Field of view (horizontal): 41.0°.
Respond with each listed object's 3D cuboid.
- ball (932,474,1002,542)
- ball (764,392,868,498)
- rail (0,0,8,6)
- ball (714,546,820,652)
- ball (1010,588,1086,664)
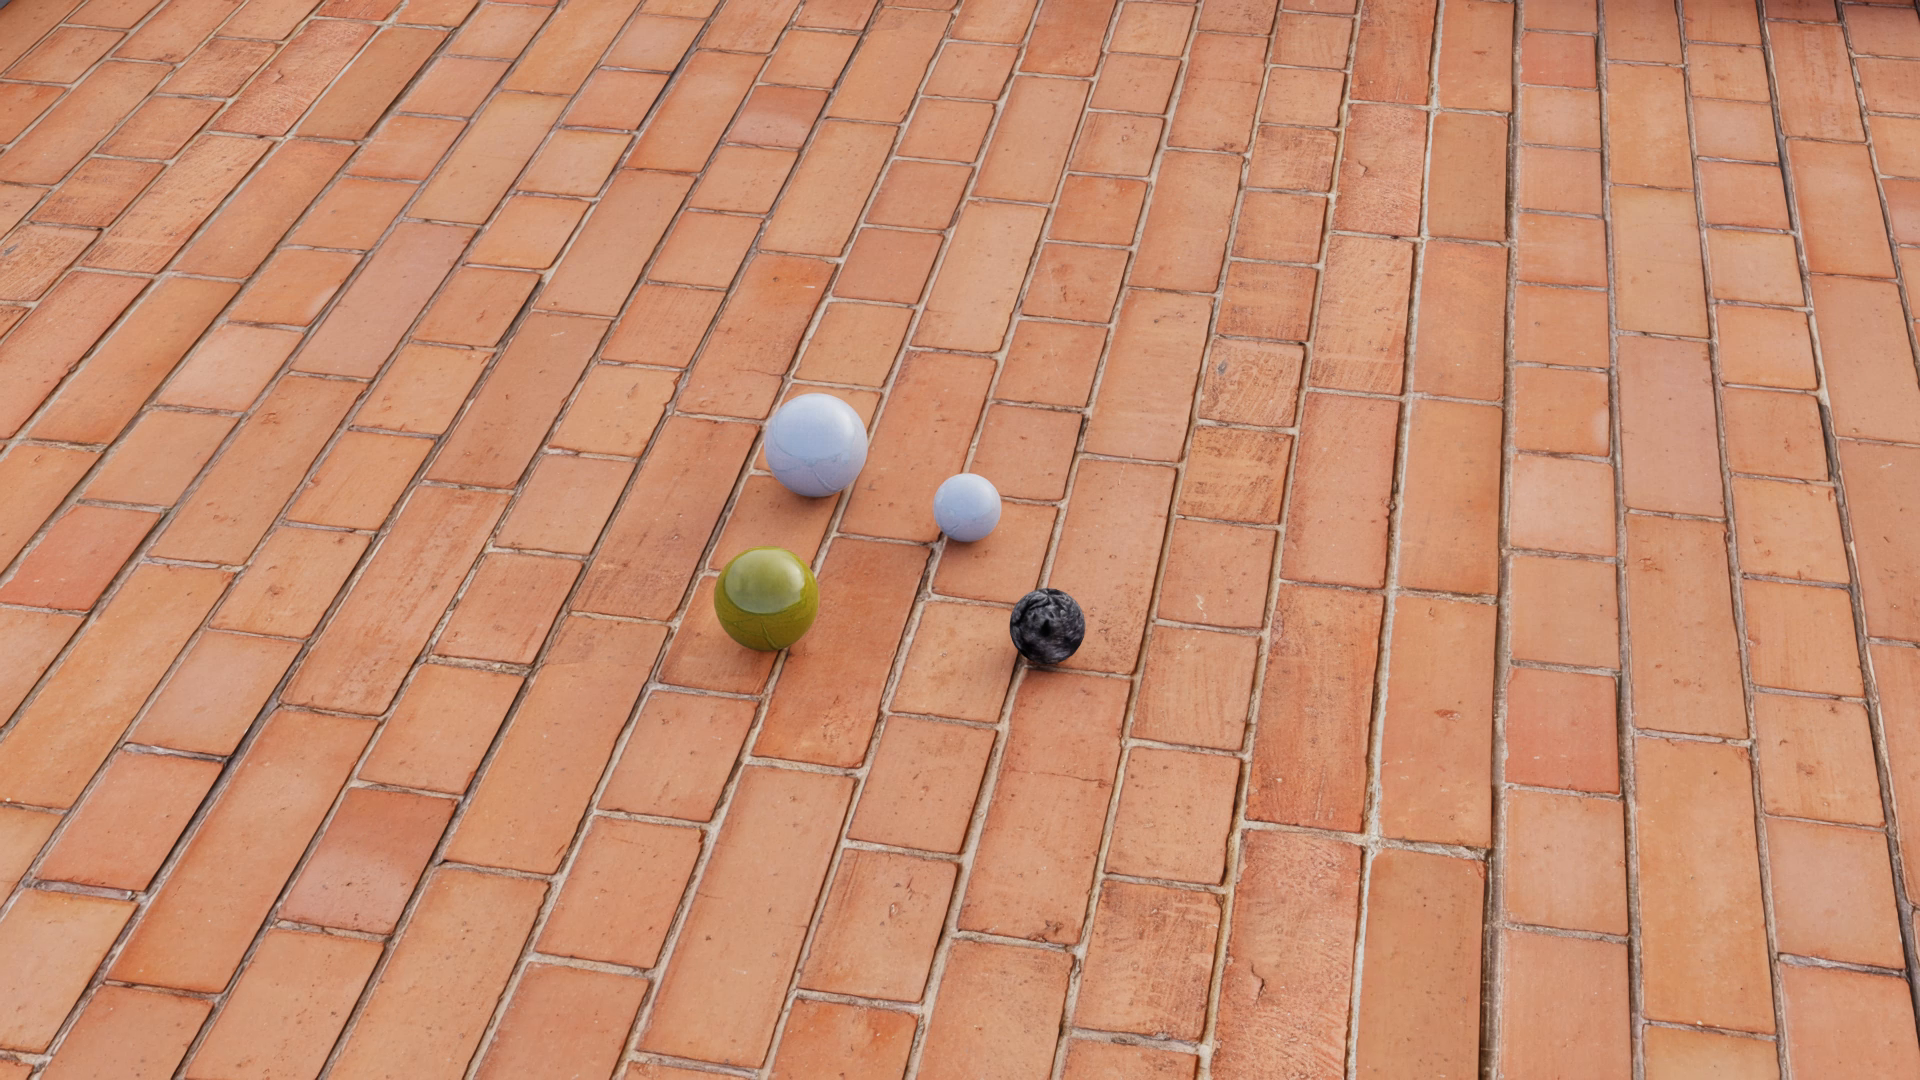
[{"bbox_3d":[0.005,-0.022,1.768,0.048,0.048,0.048,0,35,0],"label":"ball"},{"bbox_3d":[-0.101,-0.067,1.808,0.074,0.074,0.074,0,35,0],"label":"ball"},{"bbox_3d":[-1.054,-0.142,1.868,0.045,0.124,2.303,6,36,9],"label":"rail"},{"bbox_3d":[-0.125,0.038,1.665,0.069,0.069,0.069,0,35,0],"label":"ball"},{"bbox_3d":[0.056,0.056,1.657,0.049,0.049,0.049,0,35,0],"label":"ball"}]
